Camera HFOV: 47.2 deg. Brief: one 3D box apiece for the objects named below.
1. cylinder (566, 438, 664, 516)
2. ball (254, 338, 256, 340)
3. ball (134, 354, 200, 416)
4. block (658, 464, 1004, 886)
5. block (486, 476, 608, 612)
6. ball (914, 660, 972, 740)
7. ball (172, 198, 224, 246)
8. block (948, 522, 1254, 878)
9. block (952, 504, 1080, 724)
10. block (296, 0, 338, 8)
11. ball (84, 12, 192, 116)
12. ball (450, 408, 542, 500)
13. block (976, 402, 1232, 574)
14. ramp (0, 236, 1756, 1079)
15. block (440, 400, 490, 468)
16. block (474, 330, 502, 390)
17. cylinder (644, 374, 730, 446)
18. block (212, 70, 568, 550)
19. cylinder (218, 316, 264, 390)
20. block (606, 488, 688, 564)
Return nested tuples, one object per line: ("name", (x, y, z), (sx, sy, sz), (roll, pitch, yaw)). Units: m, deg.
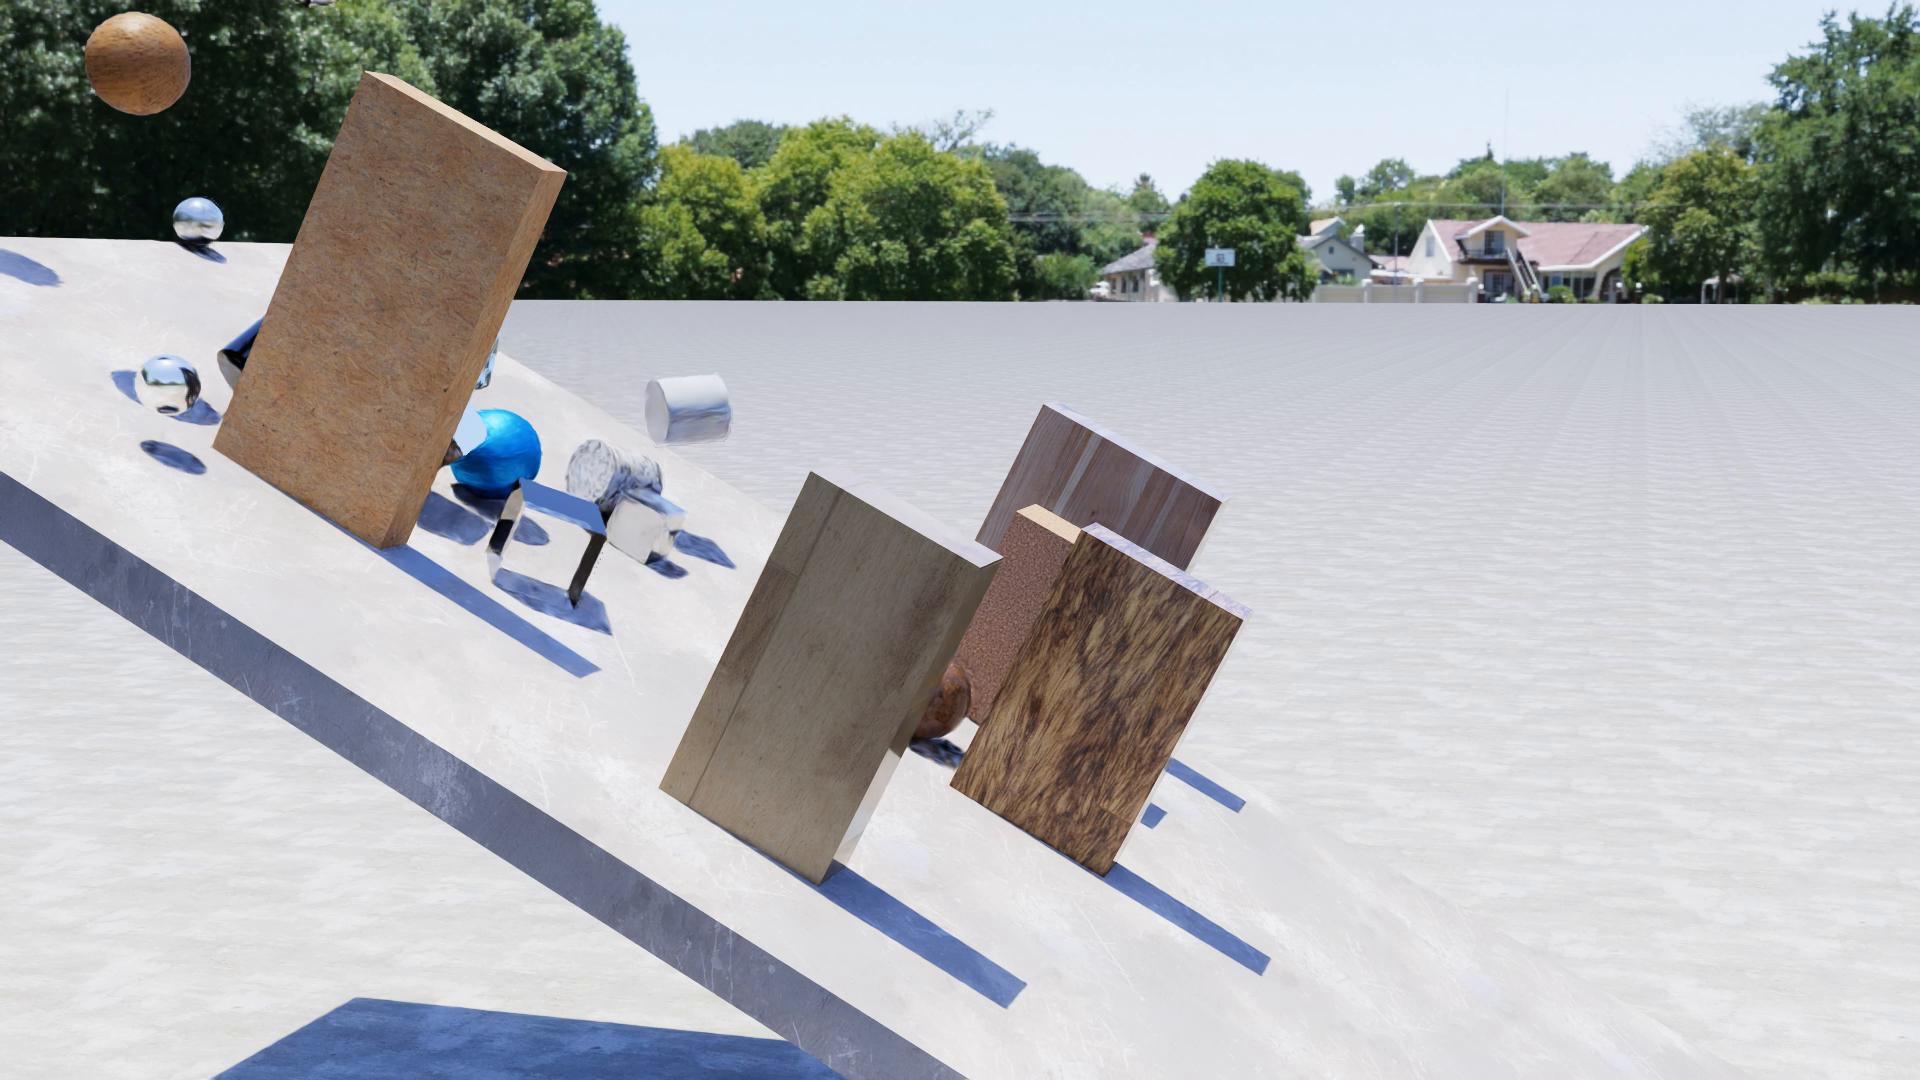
("cylinder", (-0.718, -0.123, 4.566), (0.143, 0.143, 0.143), (6, -9, 40))
("ball", (-1.309, -0.364, 4.343), (0.170, 0.170, 0.170), (0, 7, 0))
("ball", (-1.367, -0.268, 3.796), (0.107, 0.107, 0.107), (0, 7, 0))
("block", (-0.205, 0.209, 3.436), (0.303, 0.574, 0.127), (30, 14, 12))
("block", (-0.760, 0.006, 4.031), (0.158, 0.158, 0.158), (21, 15, -23))
("ball", (-0.061, 0.299, 4.225), (0.167, 0.167, 0.167), (0, 7, 0))
("ball", (-1.732, -0.724, 5.002), (0.111, 0.111, 0.111), (0, 7, 0))
("block", (0.257, 0.292, 4.034), (0.333, 0.547, 0.112), (30, 14, 12))
("block", (0.163, 0.188, 4.493), (0.284, 0.427, 0.150), (30, 14, 12))
("block", (-1.402, -1.249, 4.723), (0.143, 0.143, 0.143), (31, 20, -1))
("ball", (-1.498, -0.868, 4.009), (0.184, 0.184, 0.184), (0, 7, 0))
("ball", (-0.915, -0.169, 4.332), (0.181, 0.181, 0.181), (0, 7, 0))
("block", (0.261, 0.054, 4.848), (0.443, 0.574, 0.114), (30, 14, 12))
("ramp", (-0.232, 0.387, 4.153), (4.000, 0.100, 2.000), (30, 14, 12))
("block", (-1.030, -0.218, 4.138), (0.182, 0.182, 0.182), (-26, 12, 10))
("block", (-1.096, -0.410, 4.726), (0.138, 0.138, 0.138), (-6, -25, 32))
("cylinder", (-0.580, -0.277, 4.675), (0.139, 0.139, 0.139), (-7, 9, -28))
("block", (-1.004, -0.397, 3.845), (0.376, 0.733, 0.091), (30, 14, 12))
("cylinder", (-1.251, -0.338, 4.120), (0.190, 0.190, 0.190), (7, 45, 45))
("block", (-0.642, -0.030, 4.479), (0.109, 0.109, 0.109), (30, 14, 12))
